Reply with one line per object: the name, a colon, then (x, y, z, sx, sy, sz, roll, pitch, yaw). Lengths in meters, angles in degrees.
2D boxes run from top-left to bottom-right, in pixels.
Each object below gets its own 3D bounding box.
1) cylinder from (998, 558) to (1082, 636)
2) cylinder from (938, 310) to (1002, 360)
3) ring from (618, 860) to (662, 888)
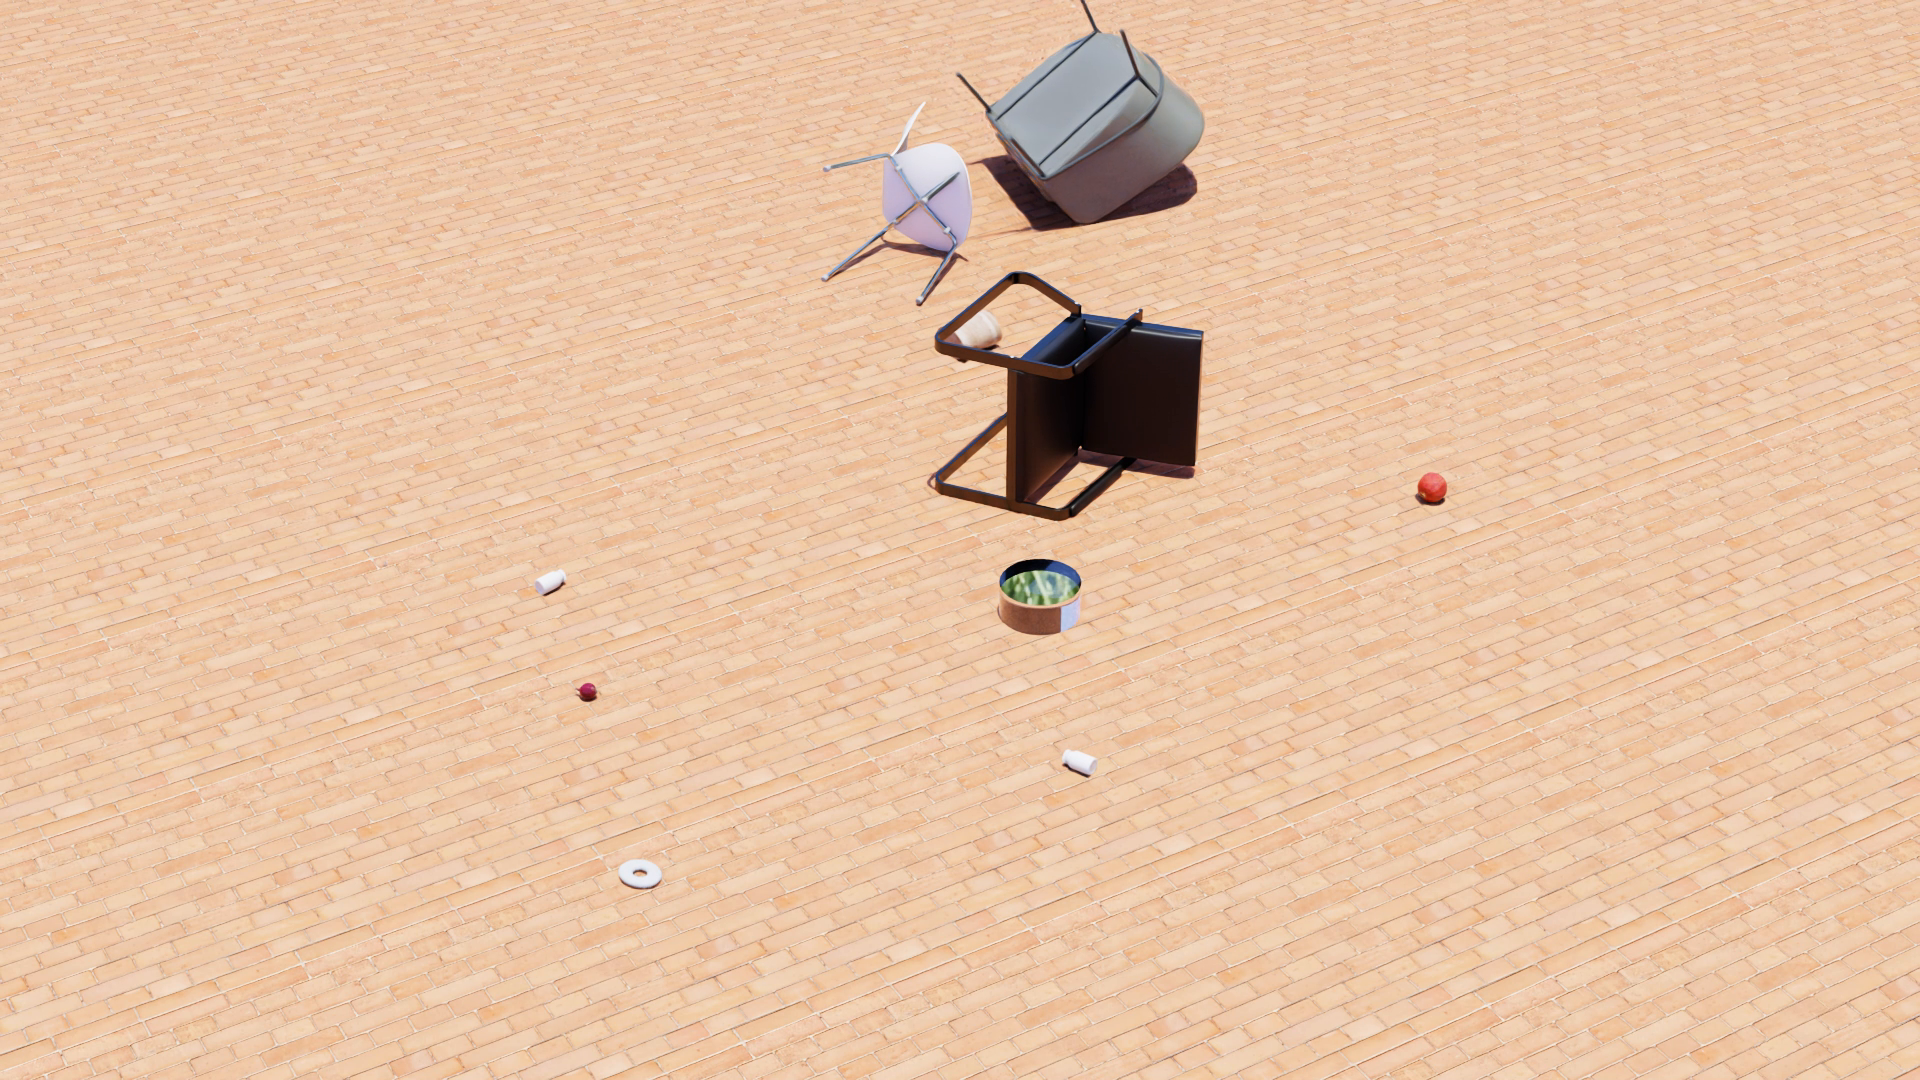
cylinder: (0.287, 0.204, 10.518, 0.295, 0.129, 0.300, 9, 34, 13)
cylinder: (0.041, -0.849, 12.113, 0.211, 0.129, 0.168, -27, 56, -34)
ring: (-1.016, 1.060, 9.311, 0.149, 0.028, 0.120, 20, 39, 28)
